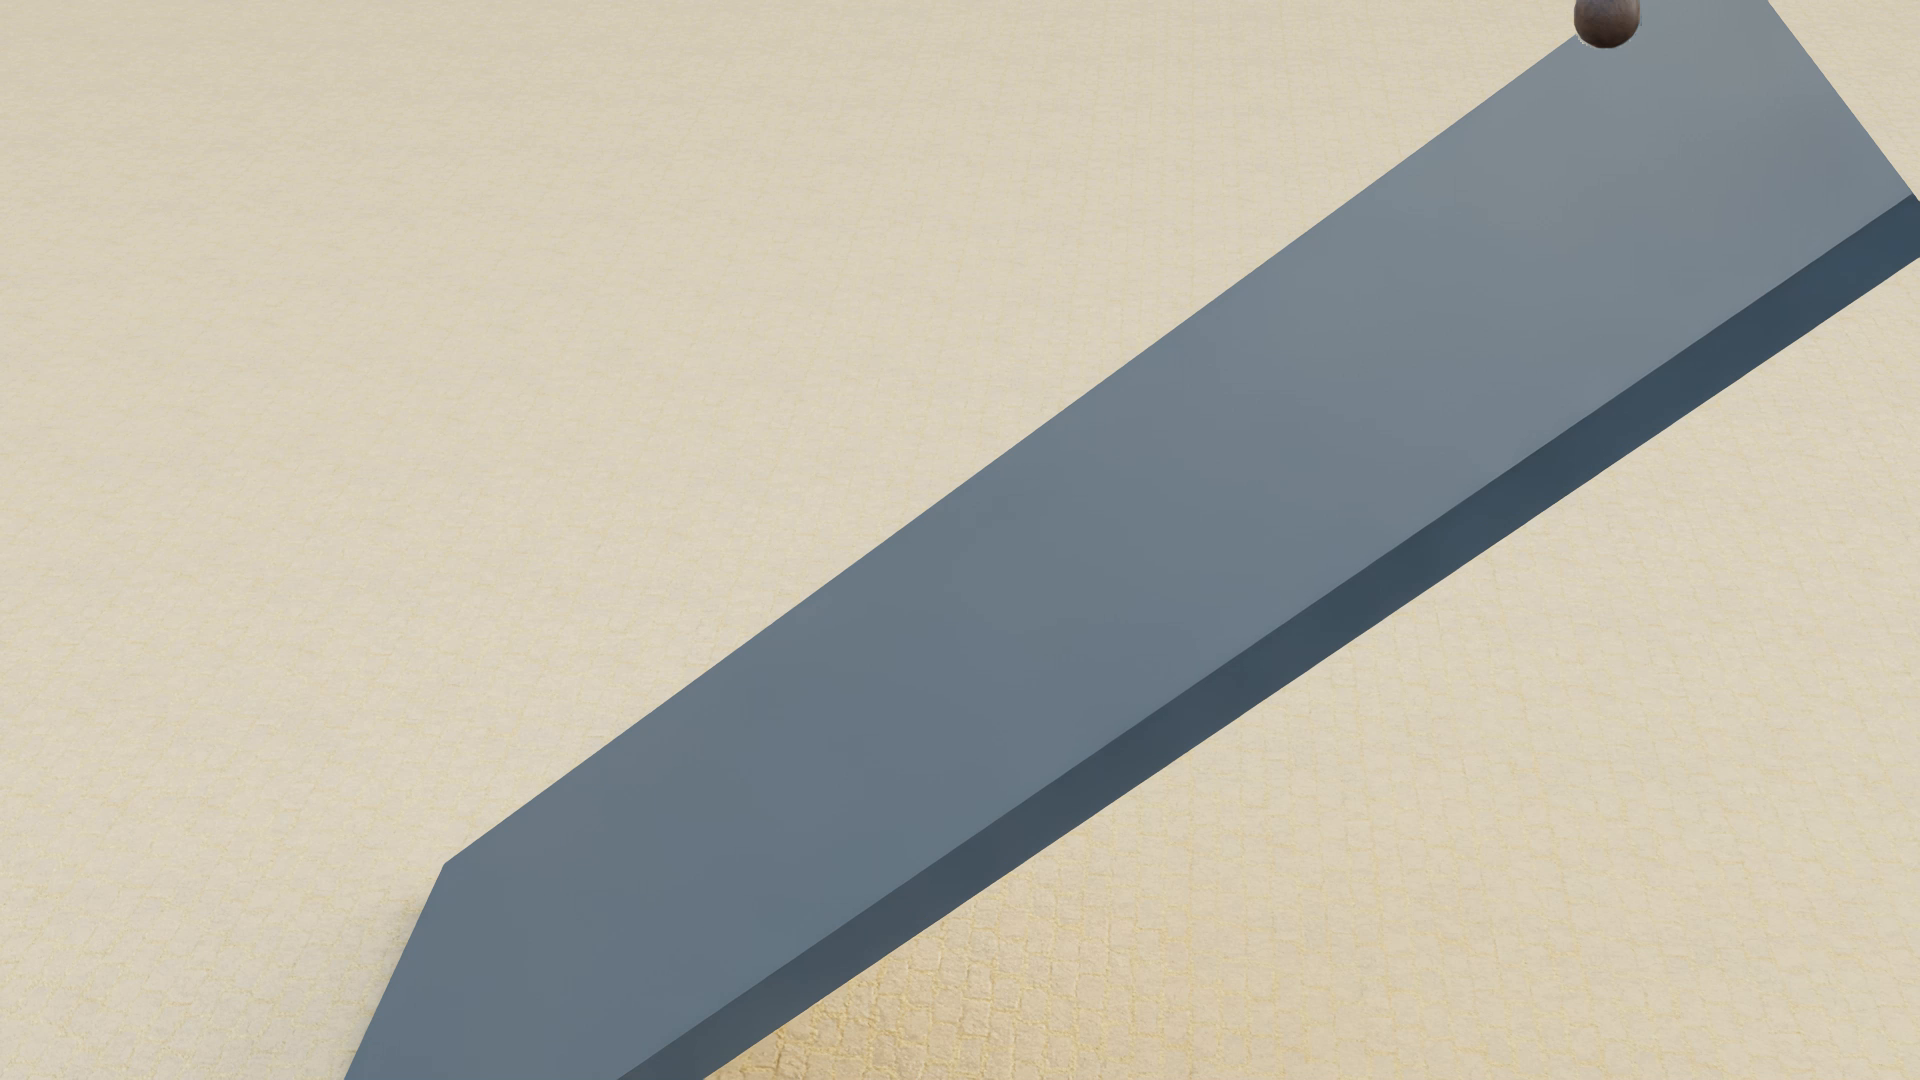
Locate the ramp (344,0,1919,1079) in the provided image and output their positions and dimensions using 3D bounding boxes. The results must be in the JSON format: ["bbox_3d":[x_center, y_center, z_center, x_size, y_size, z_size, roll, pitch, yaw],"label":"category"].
[{"bbox_3d":[0.120,0.185,6.341,4.000,0.100,2.000,-36,16,18],"label":"ramp"}]
